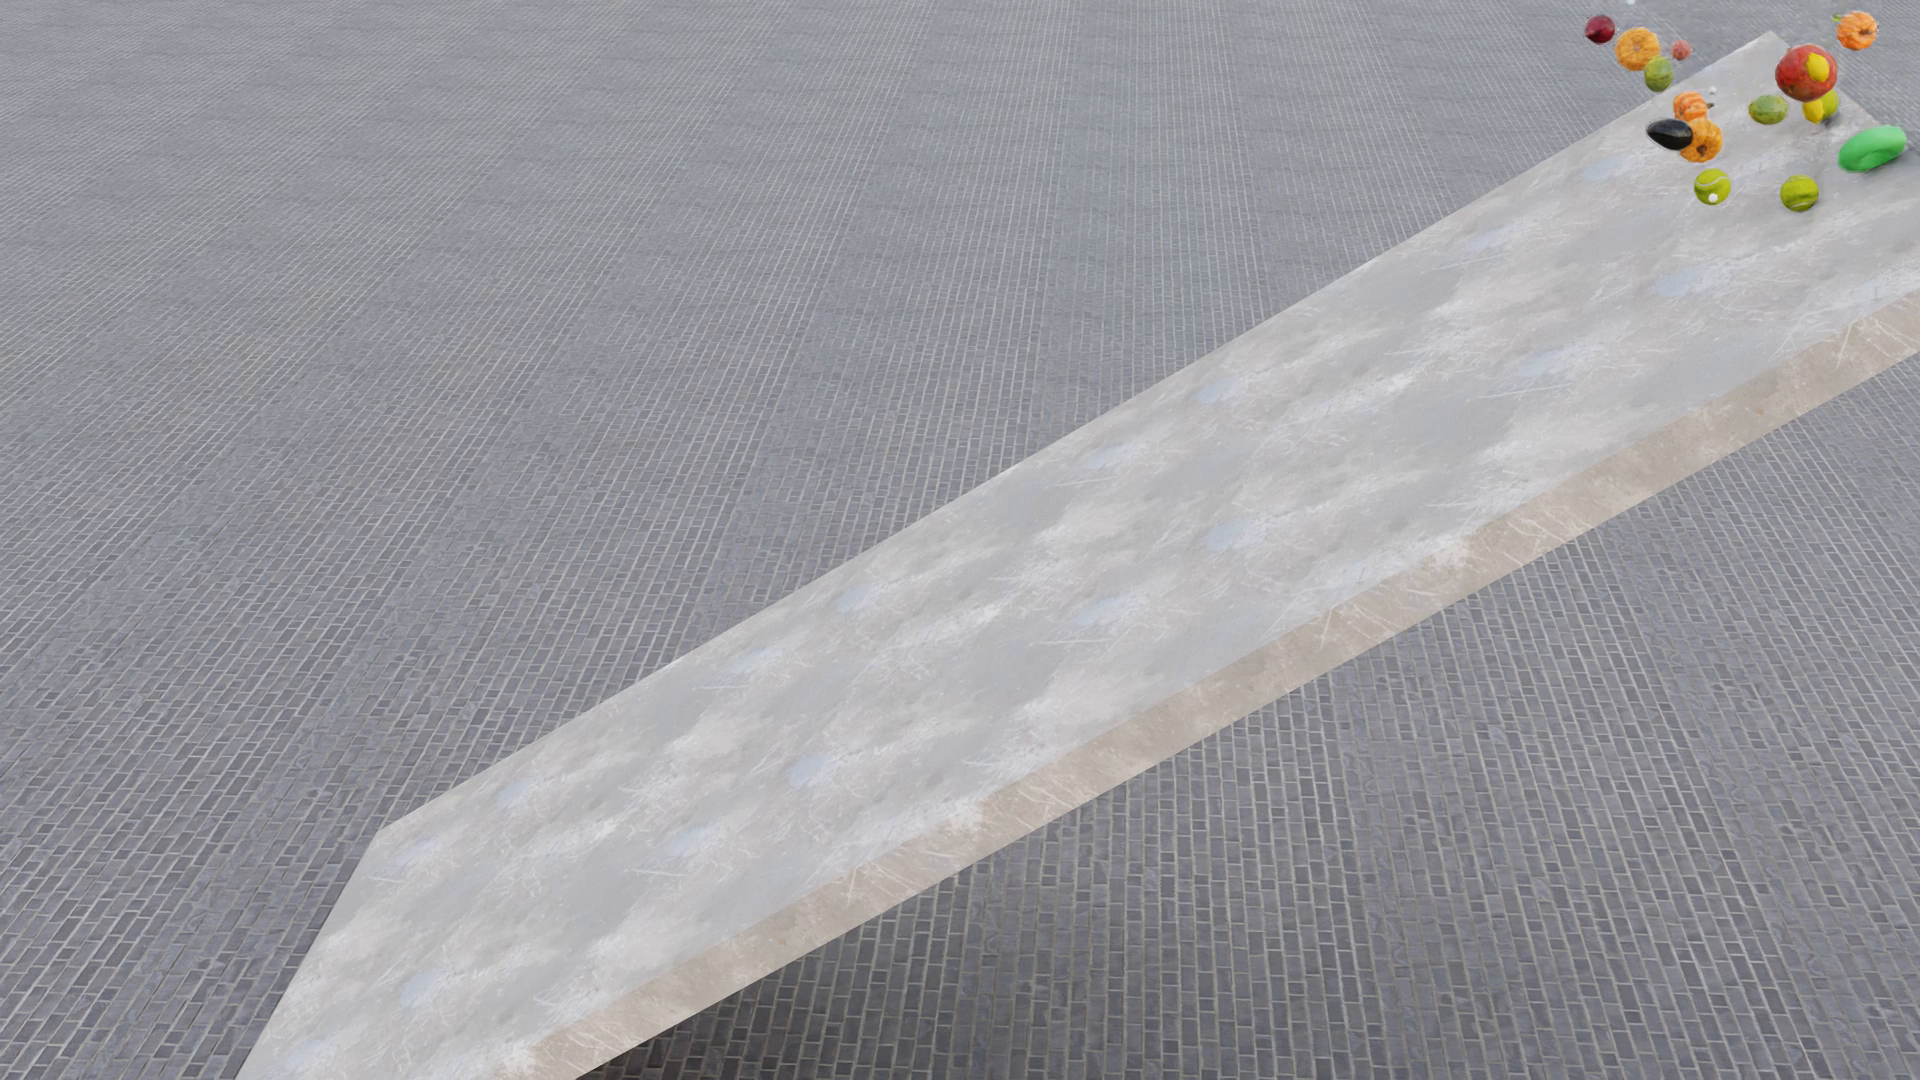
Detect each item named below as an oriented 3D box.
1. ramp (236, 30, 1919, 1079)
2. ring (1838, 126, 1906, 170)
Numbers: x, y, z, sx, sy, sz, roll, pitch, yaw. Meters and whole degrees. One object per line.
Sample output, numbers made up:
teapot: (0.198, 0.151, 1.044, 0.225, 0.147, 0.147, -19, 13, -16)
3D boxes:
ramp: (0.141, 0.169, 6.290, 4.000, 0.100, 2.000, -30, 15, 13)
ring: (1.710, -0.734, 5.516, 0.128, 0.043, 0.128, -14, -18, -5)
